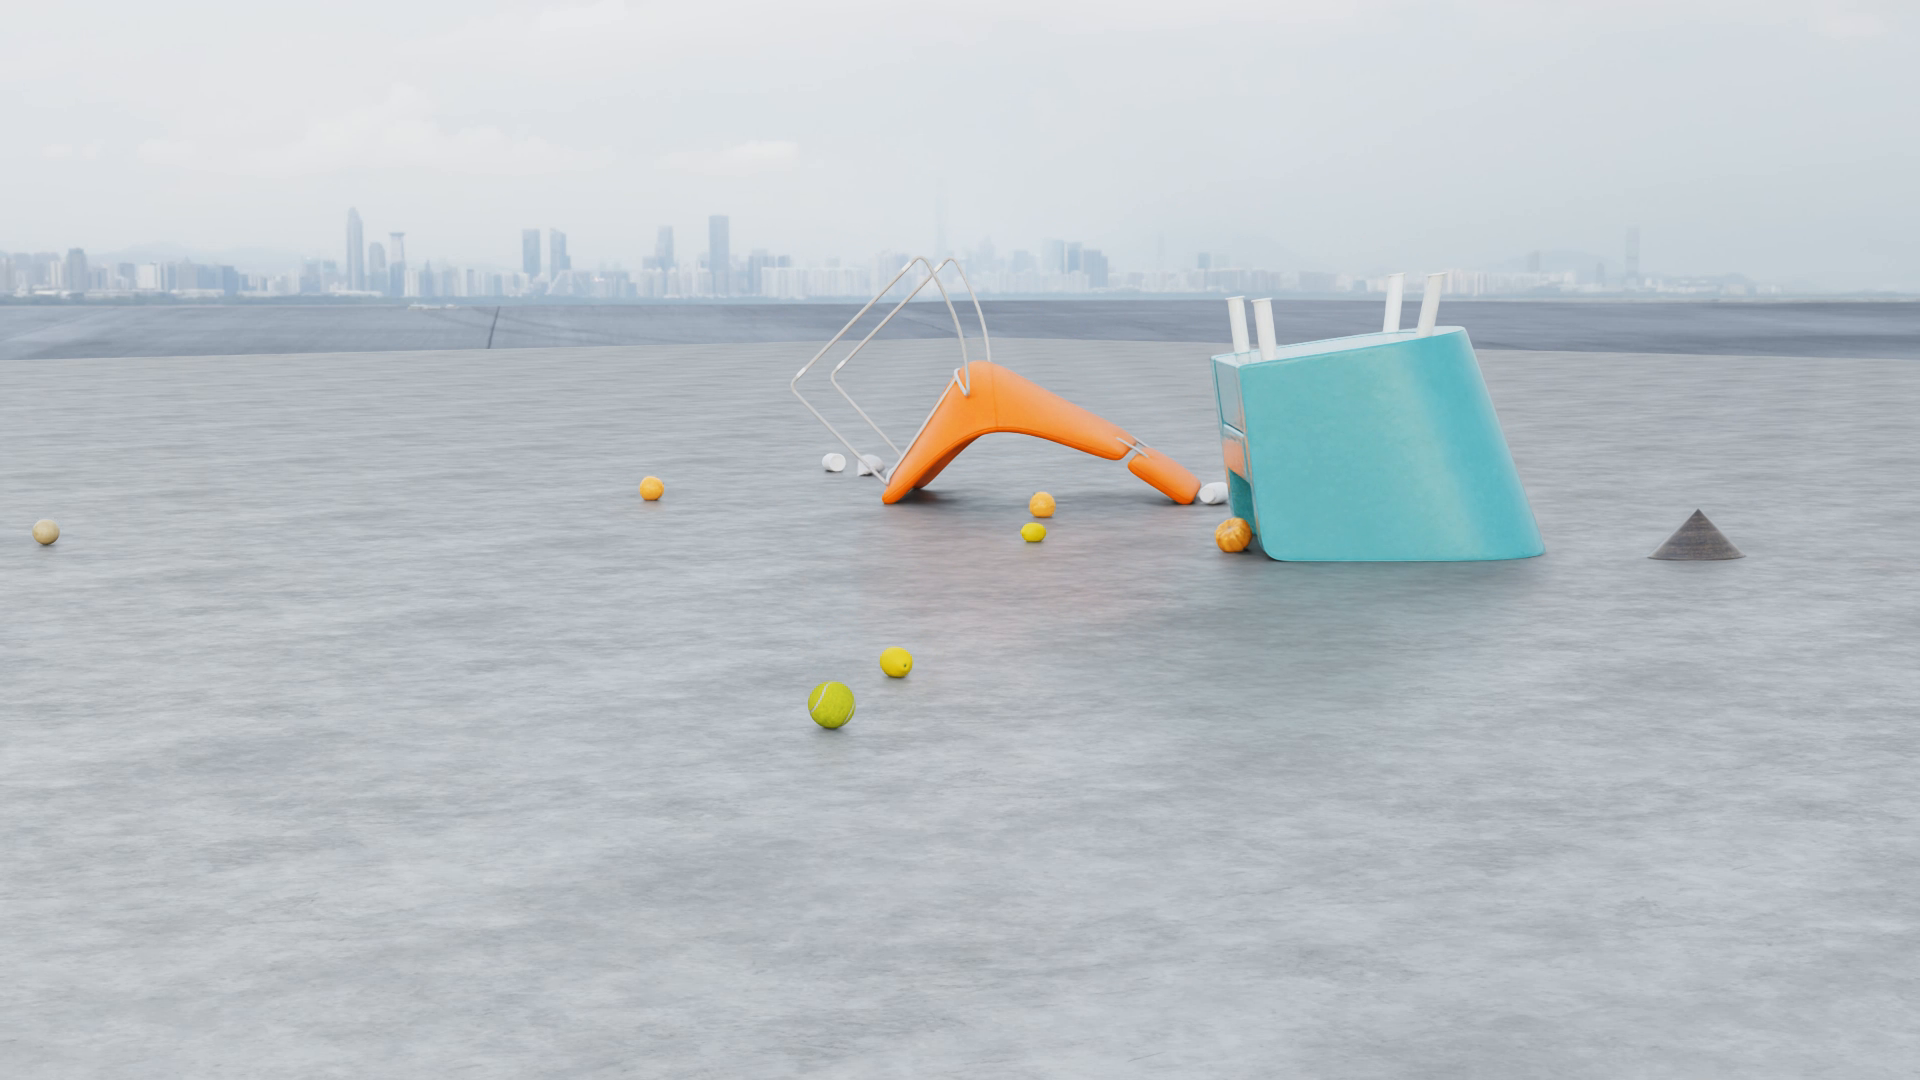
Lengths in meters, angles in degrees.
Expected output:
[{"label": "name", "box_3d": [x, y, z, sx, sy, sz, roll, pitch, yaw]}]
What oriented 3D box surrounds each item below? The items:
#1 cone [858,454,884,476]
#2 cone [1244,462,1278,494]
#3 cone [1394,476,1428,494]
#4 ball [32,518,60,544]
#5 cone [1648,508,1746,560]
[{"label": "cone", "box_3d": [-0.316, -0.231, 8.487, 0.107, 0.072, 0.087, 3, 29, 33]}, {"label": "cone", "box_3d": [0.920, -0.194, 7.830, 0.109, 0.094, 0.128, 1, 6, 6]}, {"label": "cone", "box_3d": [1.368, -0.152, 7.757, 0.107, 0.058, 0.065, -4, 30, 4]}, {"label": "ball", "box_3d": [-2.242, -0.020, 6.293, 0.064, 0.064, 0.064, 0, 6, 0]}, {"label": "cone", "box_3d": [1.732, -0.018, 6.025, 0.258, 0.114, 0.164, -2, 6, -23]}]
